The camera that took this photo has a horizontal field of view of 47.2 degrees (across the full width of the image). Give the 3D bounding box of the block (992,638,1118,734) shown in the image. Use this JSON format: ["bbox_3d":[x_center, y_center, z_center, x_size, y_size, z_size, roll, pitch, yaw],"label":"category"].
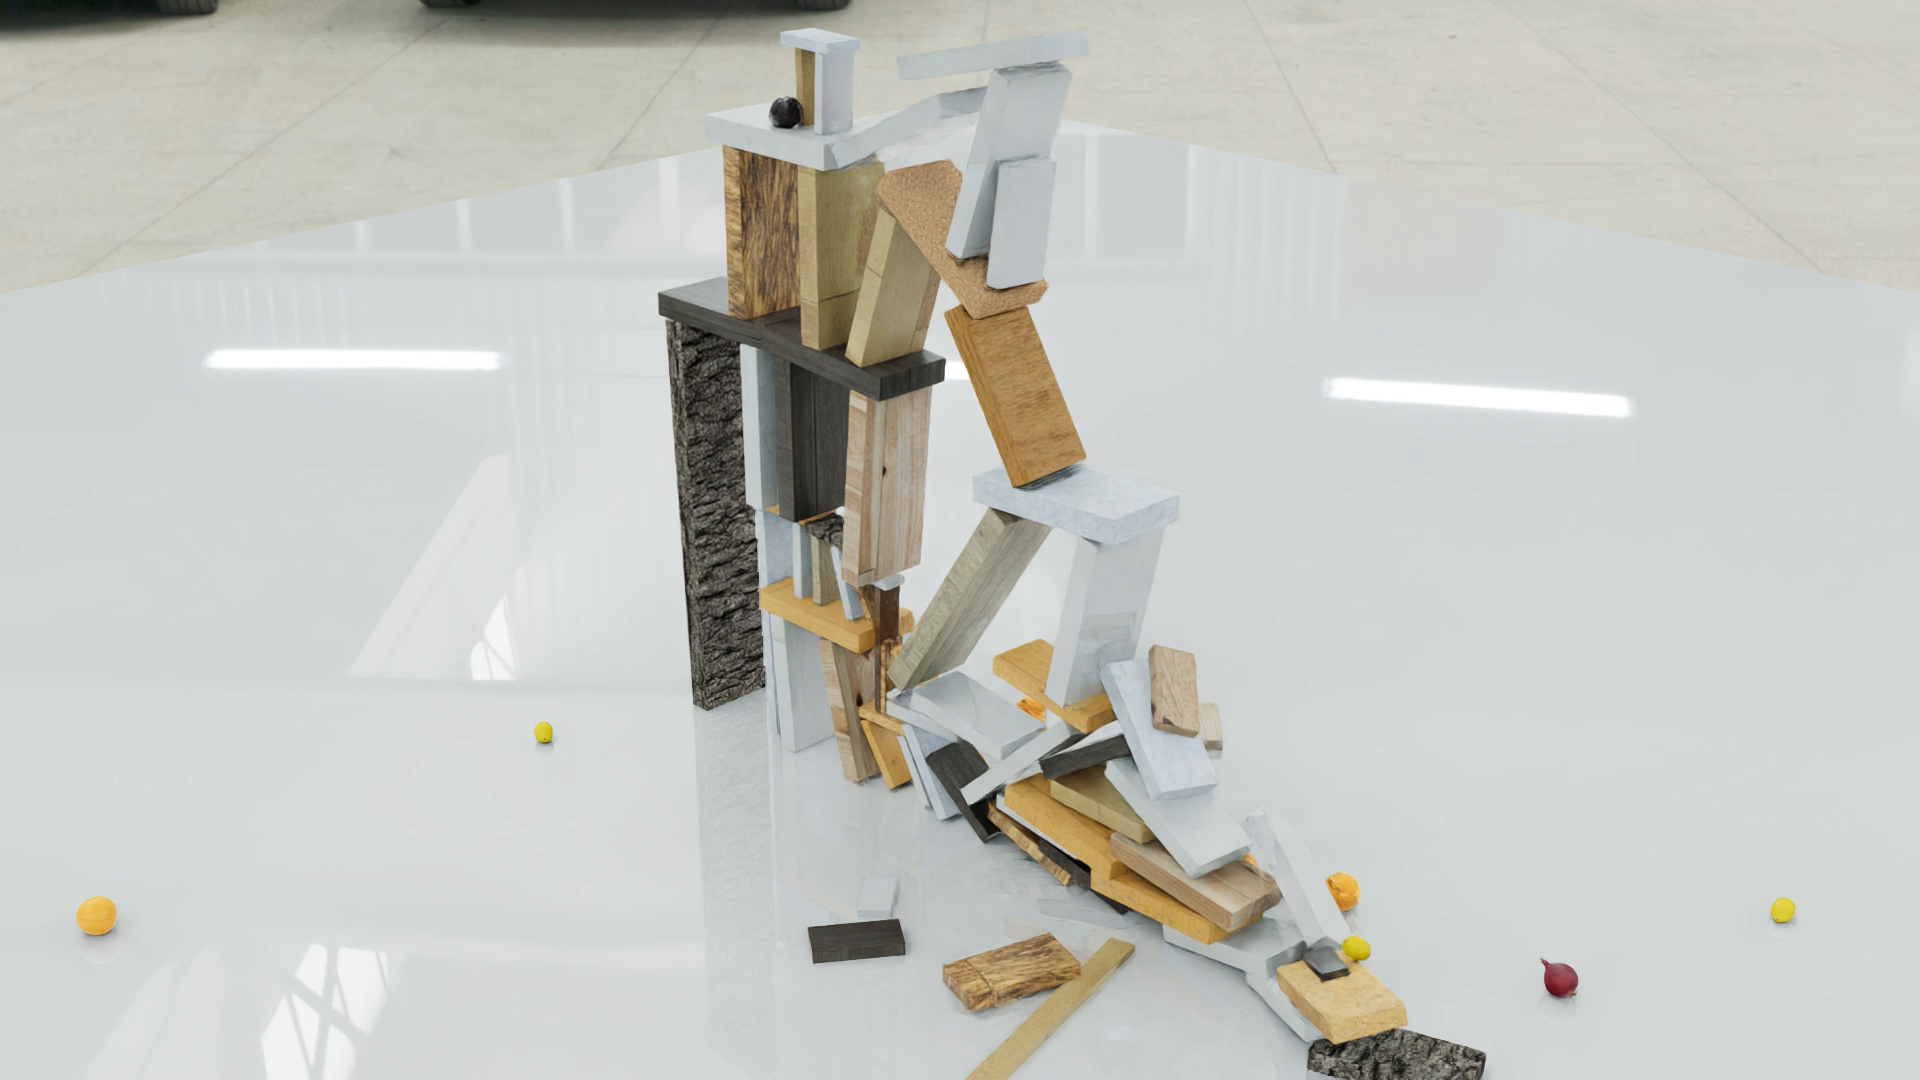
[{"bbox_3d":[0.192,0.271,4.124,0.125,0.035,0.250,-19,38,-40],"label":"block"}]

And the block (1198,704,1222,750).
[{"bbox_3d":[0.522,0.404,4.778,0.085,0.024,0.169,1,23,2],"label":"block"}]

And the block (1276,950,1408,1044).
[{"bbox_3d":[0.634,0.760,3.669,0.130,0.037,0.259,-12,12,-9],"label":"block"}]

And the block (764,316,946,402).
[{"bbox_3d":[-0.209,-0.364,4.301,0.171,0.049,0.343,-21,34,-40],"label":"block"}]

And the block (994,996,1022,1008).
[{"bbox_3d":[0.067,0.788,3.886,0.049,0.014,0.099,-9,25,-21],"label":"block"}]

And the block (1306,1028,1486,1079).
[{"bbox_3d":[0.728,0.868,3.666,0.265,0.037,0.132,11,26,25],"label":"block"}]

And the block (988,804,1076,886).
[{"bbox_3d":[0.169,0.575,4.281,0.109,0.031,0.218,-22,49,-41],"label":"block"}]

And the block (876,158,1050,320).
[{"bbox_3d":[0.003,-0.549,3.989,0.162,0.046,0.324,-20,65,-39],"label":"block"}]

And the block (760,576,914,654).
[{"bbox_3d":[-0.258,0.145,4.573,0.153,0.043,0.307,-21,31,-41],"label":"block"}]

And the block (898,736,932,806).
[{"bbox_3d":[-0.068,0.460,4.494,0.076,0.152,0.022,-21,2,-41],"label":"block"}]

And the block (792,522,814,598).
[{"bbox_3d":[-0.307,0.031,4.570,0.084,0.167,0.024,-21,31,-40],"label":"block"}]

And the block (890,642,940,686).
[{"bbox_3d":[-0.091,0.251,4.424,0.050,0.014,0.099,-22,64,-41],"label":"block"}]

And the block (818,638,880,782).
[{"bbox_3d":[-0.198,0.331,4.586,0.153,0.307,0.043,-21,17,-41],"label":"block"}]

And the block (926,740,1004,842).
[{"bbox_3d":[0.030,0.498,4.401,0.102,0.029,0.204,-21,68,-41],"label":"block"}]

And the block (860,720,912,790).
[{"bbox_3d":[-0.144,0.432,4.565,0.076,0.152,0.022,-21,-3,-41],"label":"block"}]

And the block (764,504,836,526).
[{"bbox_3d":[-0.345,-0.073,4.573,0.084,0.024,0.167,-21,30,-40],"label":"block"}]

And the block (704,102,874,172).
[{"bbox_3d":[-0.312,-0.780,4.232,0.176,0.050,0.353,-21,31,-40],"label":"block"}]

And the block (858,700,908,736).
[{"bbox_3d":[-0.128,0.362,4.518,0.076,0.022,0.152,-21,28,-41],"label":"block"}]

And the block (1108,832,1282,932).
[{"bbox_3d":[0.427,0.597,3.999,0.146,0.041,0.292,-20,37,-40],"label":"block"}]

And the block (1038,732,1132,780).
[{"bbox_3d":[0.280,0.390,4.131,0.133,0.038,0.266,-17,-6,-37],"label":"block"}]

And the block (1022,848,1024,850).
[{"bbox_3d":[0.114,0.571,4.350,0.046,0.013,0.093,-21,56,-41],"label":"block"}]

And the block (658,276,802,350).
[{"bbox_3d":[-0.447,-0.469,4.530,0.173,0.049,0.346,-21,31,-40],"label":"block"}]

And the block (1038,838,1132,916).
[{"bbox_3d":[0.267,0.620,4.191,0.218,0.031,0.109,35,39,31],"label":"block"}]

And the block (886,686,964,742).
[{"bbox_3d":[-0.041,0.347,4.413,0.204,0.029,0.102,18,29,42],"label":"block"}]

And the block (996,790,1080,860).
[{"bbox_3d":[0.186,0.534,4.242,0.109,0.031,0.218,-21,38,-40],"label":"block"}]

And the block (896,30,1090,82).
[{"bbox_3d":[0.055,-0.839,3.813,0.310,0.044,0.155,4,17,45],"label":"block"}]

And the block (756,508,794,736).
[{"bbox_3d":[-0.382,0.168,4.701,0.024,0.518,0.084,19,29,41],"label":"block"}]

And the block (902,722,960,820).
[{"bbox_3d":[-0.035,0.452,4.451,0.102,0.204,0.029,-21,0,-40],"label":"block"}]

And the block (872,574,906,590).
[{"bbox_3d":[-0.167,0.069,4.431,0.054,0.015,0.107,-21,36,-40],"label":"block"}]

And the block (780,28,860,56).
[{"bbox_3d":[-0.262,-0.934,4.116,0.076,0.021,0.151,-17,28,-35],"label":"block"}]

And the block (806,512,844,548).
[{"bbox_3d":[-0.234,-0.013,4.469,0.077,0.022,0.154,-21,32,-40],"label":"block"}]

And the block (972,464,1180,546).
[{"bbox_3d":[0.206,-0.077,3.972,0.175,0.049,0.349,-21,28,-40],"label":"block"}]

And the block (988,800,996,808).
[{"bbox_3d":[0.105,0.542,4.347,0.093,0.013,0.046,35,39,32],"label":"block"}]

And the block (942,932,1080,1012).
[{"bbox_3d":[0.091,0.763,3.887,0.220,0.031,0.110,-12,26,-26],"label":"block"}]

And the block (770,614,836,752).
[{"bbox_3d":[-0.321,0.282,4.700,0.043,0.307,0.153,16,27,43],"label":"block"}]
